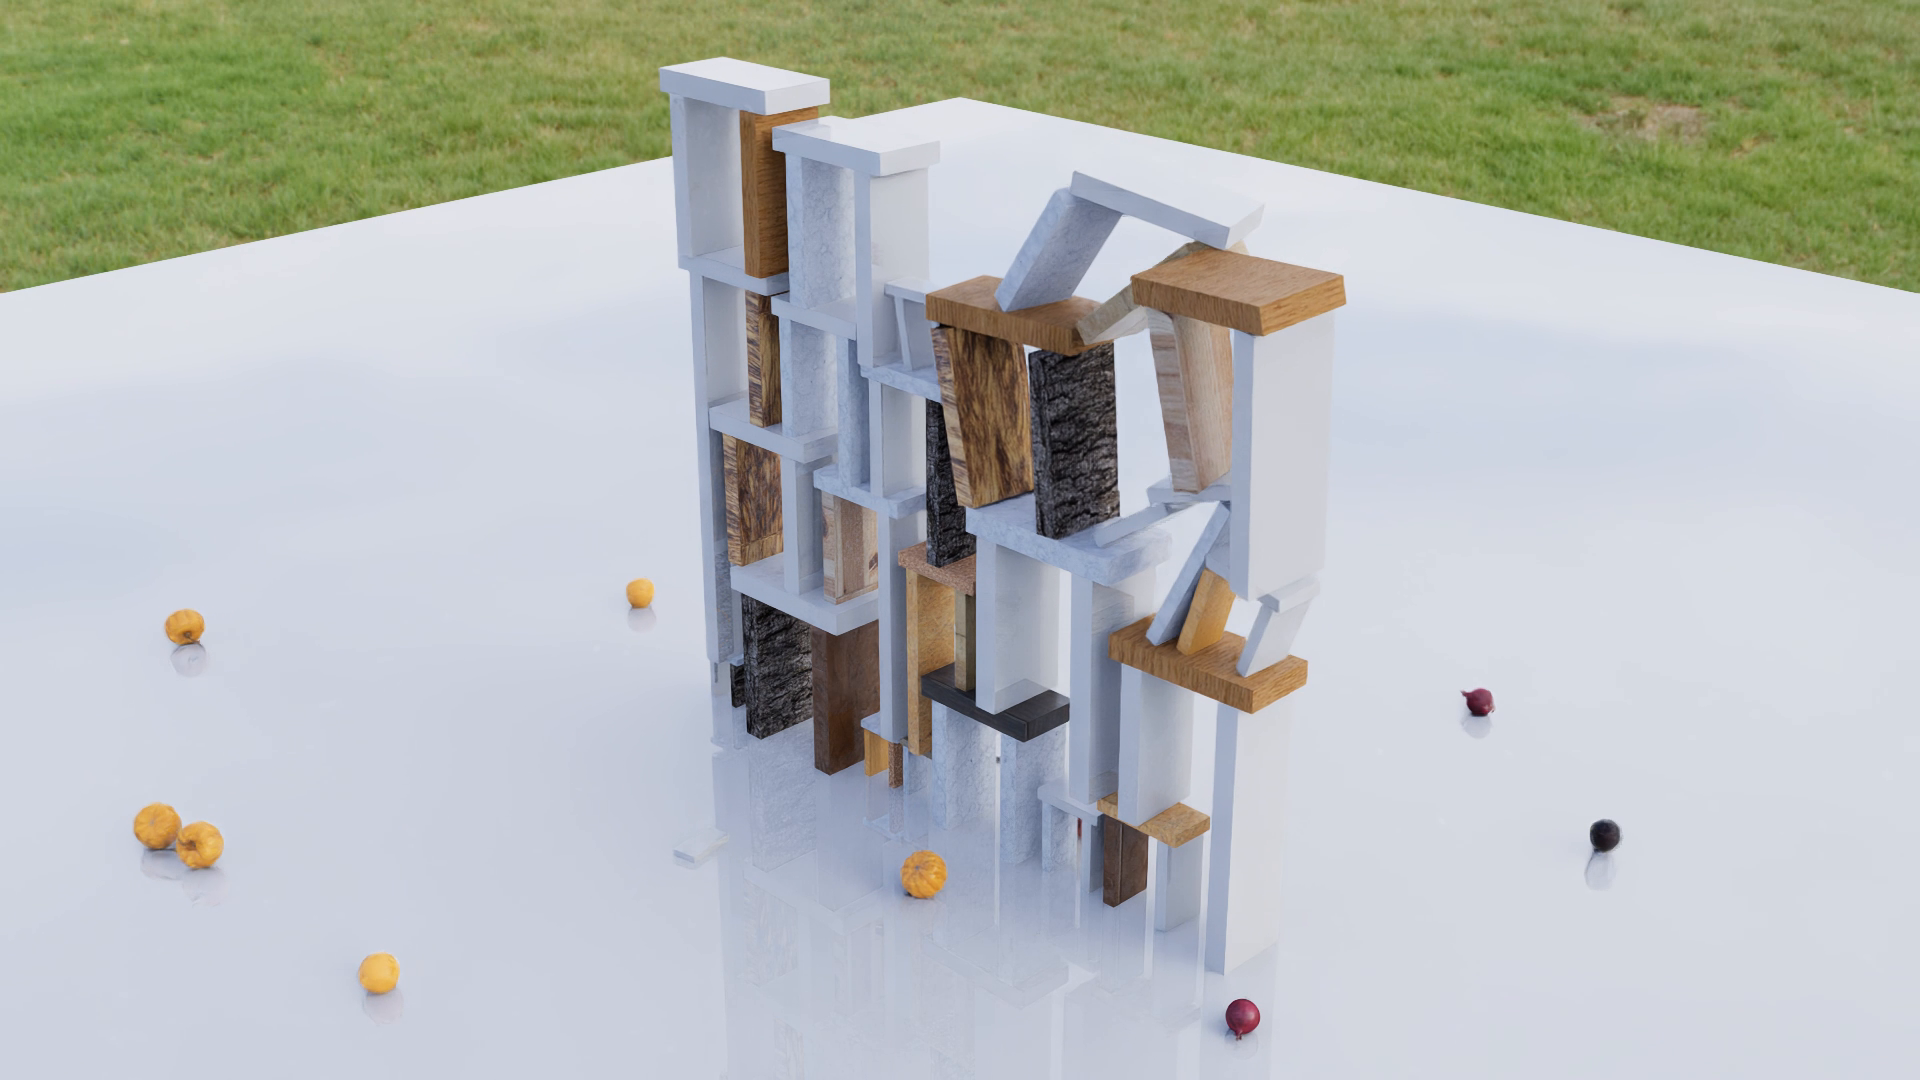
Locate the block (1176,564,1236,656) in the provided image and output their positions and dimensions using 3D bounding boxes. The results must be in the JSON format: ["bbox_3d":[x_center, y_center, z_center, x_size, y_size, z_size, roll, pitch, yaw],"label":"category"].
[{"bbox_3d":[0.435,0.108,3.789,0.091,0.182,0.026,-21,48,-41],"label":"block"}]

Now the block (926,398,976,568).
[{"bbox_3d":[-0.010,-0.122,4.189,0.118,0.336,0.033,-21,31,-40],"label":"block"}]

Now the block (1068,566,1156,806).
[{"bbox_3d":[0.279,0.249,4.032,0.175,0.452,0.050,-21,30,-40],"label":"block"}]

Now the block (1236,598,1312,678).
[{"bbox_3d":[0.527,0.152,3.683,0.091,0.182,0.026,-22,59,-26],"label":"block"}]

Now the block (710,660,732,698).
[{"bbox_3d":[-0.534,0.295,4.929,0.015,0.106,0.053,21,31,41],"label":"block"}]

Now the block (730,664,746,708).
[{"bbox_3d":[-0.484,0.315,4.883,0.015,0.106,0.053,21,31,41],"label":"block"}]

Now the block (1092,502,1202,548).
[{"bbox_3d":[0.329,-0.040,3.839,0.097,0.028,0.194,-20,-4,-39],"label":"block"}]

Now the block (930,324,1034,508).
[{"bbox_3d":[0.052,-0.243,4.061,0.167,0.334,0.047,-18,16,-32],"label":"block"}]

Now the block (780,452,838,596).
[{"bbox_3d":[-0.296,-0.049,4.521,0.042,0.296,0.148,20,30,38],"label":"block"}]

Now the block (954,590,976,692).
[{"bbox_3d":[0.038,0.179,4.251,0.104,0.208,0.029,-21,30,-40],"label":"block"}]

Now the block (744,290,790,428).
[{"bbox_3d":[-0.363,-0.382,4.457,0.141,0.283,0.040,-21,31,-40],"label":"block"}]

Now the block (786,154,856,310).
[{"bbox_3d":[-0.264,-0.611,4.256,0.043,0.301,0.151,20,30,38],"label":"block"}]

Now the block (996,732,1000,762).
[{"bbox_3d":[0.091,0.443,4.696,0.053,0.015,0.106,9,25,20],"label":"block"}]

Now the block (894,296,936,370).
[{"bbox_3d":[-0.082,-0.396,4.139,0.070,0.140,0.020,-21,20,-40],"label":"block"}]

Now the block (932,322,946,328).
[{"bbox_3d":[-0.016,-0.371,4.079,0.070,0.140,0.020,-21,21,-41],"label":"block"}]

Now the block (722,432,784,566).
[{"bbox_3d":[-0.425,-0.106,4.654,0.148,0.296,0.042,-21,31,-40],"label":"block"}]

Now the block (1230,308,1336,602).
[{"bbox_3d":[0.508,-0.138,3.476,0.163,0.483,0.046,-22,37,-26],"label":"block"}]

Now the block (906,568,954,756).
[{"bbox_3d":[-0.057,0.230,4.379,0.029,0.402,0.104,21,30,40],"label":"block"}]

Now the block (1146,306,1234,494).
[{"bbox_3d":[0.391,-0.259,3.618,0.046,0.327,0.163,7,28,37],"label":"block"}]

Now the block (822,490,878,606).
[{"bbox_3d":[-0.222,0.000,4.474,0.034,0.243,0.121,21,31,41],"label":"block"}]

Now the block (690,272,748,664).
[{"bbox_3d":[-0.492,-0.159,4.699,0.040,0.881,0.141,20,30,39],"label":"block"}]

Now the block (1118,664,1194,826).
[{"bbox_3d":[0.356,0.345,3.980,0.045,0.315,0.157,20,30,39],"label":"block"}]

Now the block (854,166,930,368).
[{"bbox_3d":[-0.127,-0.522,4.138,0.043,0.373,0.151,21,31,40],"label":"block"}]

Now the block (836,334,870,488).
[{"bbox_3d":[-0.183,-0.266,4.309,0.123,0.306,0.035,-21,31,-41],"label":"block"}]

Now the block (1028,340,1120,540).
[{"bbox_3d":[0.205,-0.185,3.918,0.167,0.334,0.047,-20,25,-39],"label":"block"}]

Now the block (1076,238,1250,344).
[{"bbox_3d":[0.342,-0.425,3.737,0.144,0.041,0.288,-16,-12,-44],"label":"block"}]

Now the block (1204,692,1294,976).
[{"bbox_3d":[0.511,0.504,3.889,0.045,0.535,0.157,21,31,40],"label":"block"}]

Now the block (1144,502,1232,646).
[{"bbox_3d":[0.419,0.046,3.766,0.097,0.336,0.028,-22,59,-40],"label":"block"}]

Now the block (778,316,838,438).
[{"bbox_3d":[-0.301,-0.339,4.404,0.123,0.246,0.035,-21,31,-40],"label":"block"}]

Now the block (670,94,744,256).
[{"bbox_3d":[-0.500,-0.749,4.443,0.162,0.324,0.046,-21,30,-40],"label":"block"}]

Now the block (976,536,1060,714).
[{"bbox_3d":[0.110,0.138,4.165,0.176,0.351,0.050,-21,31,-40],"label":"block"}]

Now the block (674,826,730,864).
[{"bbox_3d":[-0.509,0.599,4.329,0.053,0.015,0.106,15,27,31],"label":"block"}]

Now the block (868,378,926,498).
[{"bbox_3d":[-0.121,-0.211,4.270,0.118,0.236,0.033,-21,31,-40],"label":"block"}]

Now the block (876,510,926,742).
[{"bbox_3d":[-0.107,0.161,4.420,0.122,0.498,0.034,-21,31,-40],"label":"block"}]

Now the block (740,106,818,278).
[{"bbox_3d":[-0.349,-0.688,4.300,0.046,0.324,0.162,21,31,40],"label":"block"}]

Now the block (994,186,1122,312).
[{"bbox_3d":[0.178,-0.510,3.810,0.144,0.288,0.041,-15,66,-31],"label":"block"}]
